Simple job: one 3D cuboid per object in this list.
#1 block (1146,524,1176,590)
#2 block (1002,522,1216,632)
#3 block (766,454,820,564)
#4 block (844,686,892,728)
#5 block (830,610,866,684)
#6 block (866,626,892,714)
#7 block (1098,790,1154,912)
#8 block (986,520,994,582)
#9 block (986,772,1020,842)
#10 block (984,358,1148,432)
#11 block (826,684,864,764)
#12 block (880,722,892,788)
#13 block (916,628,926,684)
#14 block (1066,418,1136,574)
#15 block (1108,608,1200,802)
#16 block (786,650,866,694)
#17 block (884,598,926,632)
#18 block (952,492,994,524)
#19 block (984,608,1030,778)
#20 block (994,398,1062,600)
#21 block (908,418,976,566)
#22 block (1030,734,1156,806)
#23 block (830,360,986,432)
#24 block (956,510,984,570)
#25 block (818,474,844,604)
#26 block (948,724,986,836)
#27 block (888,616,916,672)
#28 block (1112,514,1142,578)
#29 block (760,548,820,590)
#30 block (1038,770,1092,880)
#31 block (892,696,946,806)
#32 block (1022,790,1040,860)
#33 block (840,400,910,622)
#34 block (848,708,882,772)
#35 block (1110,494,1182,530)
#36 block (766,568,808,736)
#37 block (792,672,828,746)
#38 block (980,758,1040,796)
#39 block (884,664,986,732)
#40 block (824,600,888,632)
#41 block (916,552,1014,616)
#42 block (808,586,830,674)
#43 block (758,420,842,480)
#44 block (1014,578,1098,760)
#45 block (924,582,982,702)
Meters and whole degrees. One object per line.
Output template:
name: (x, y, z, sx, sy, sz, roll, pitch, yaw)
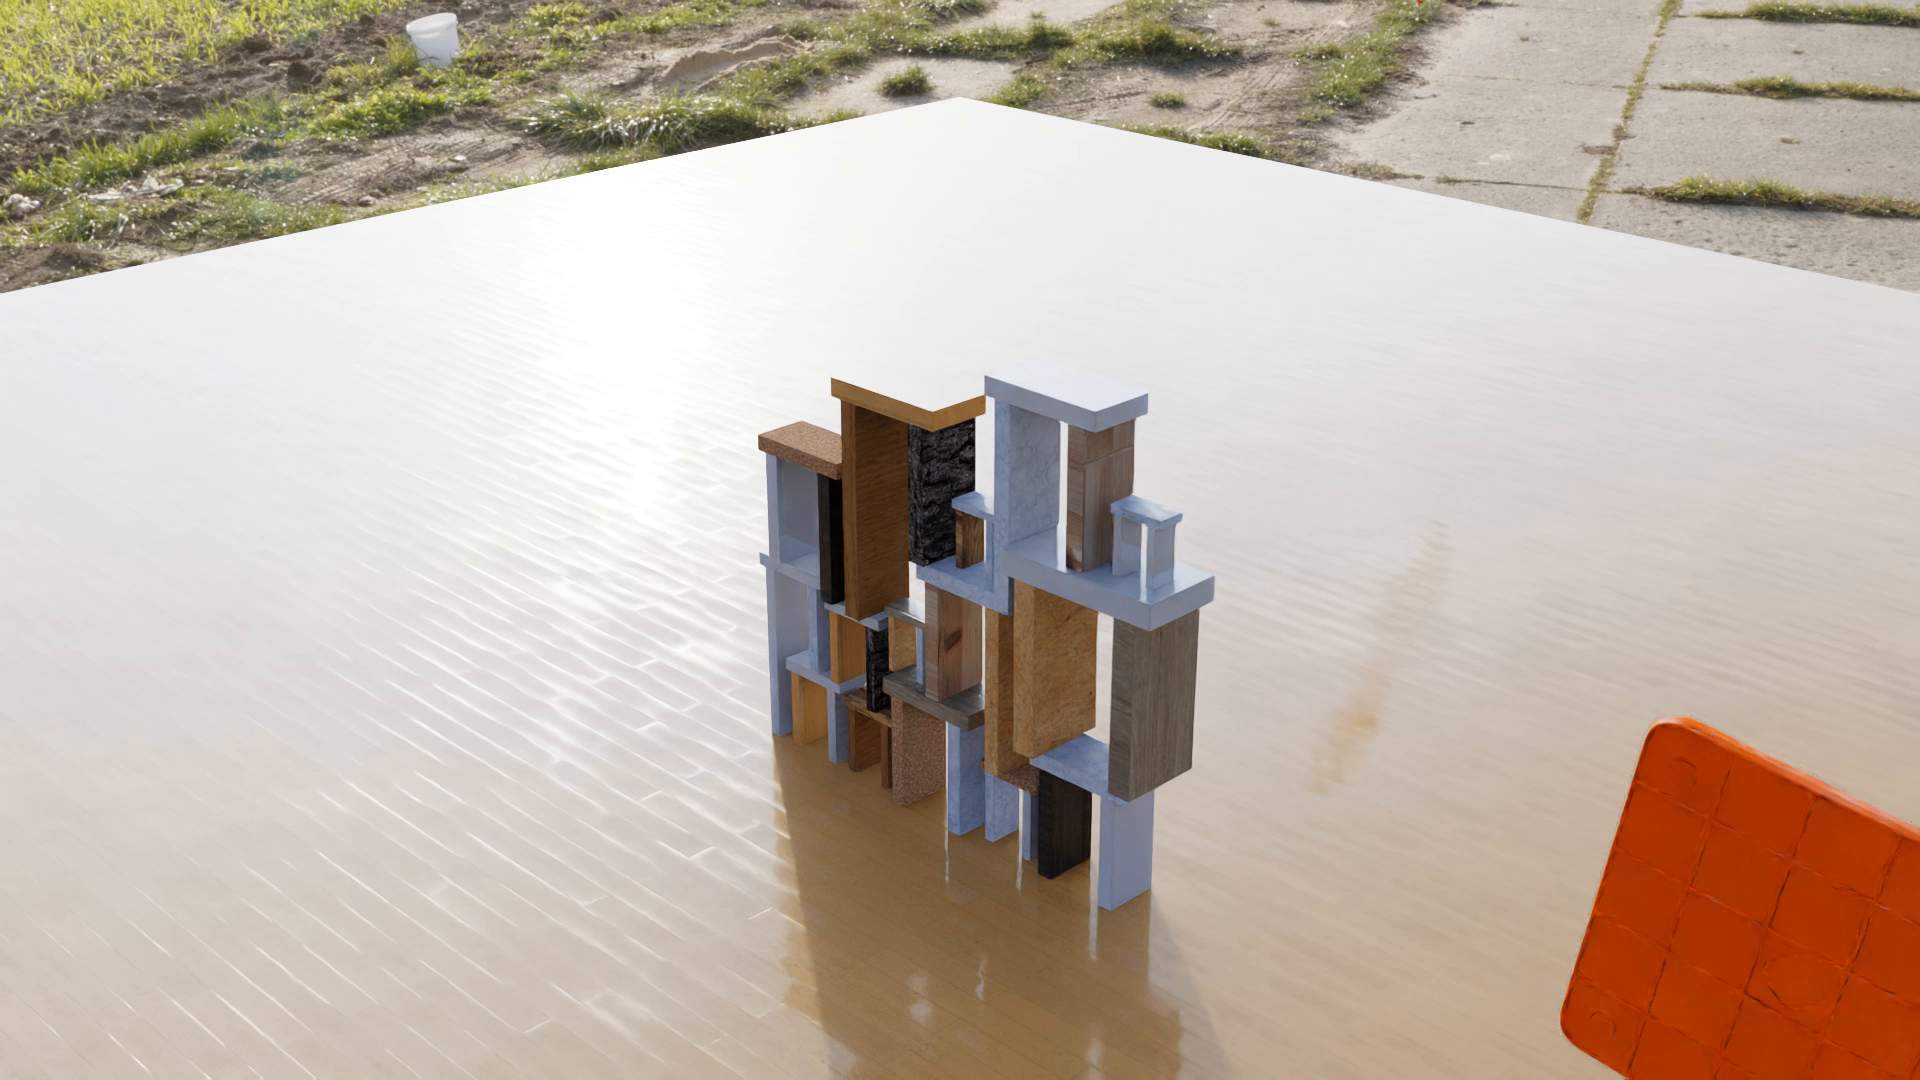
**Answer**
block: (0.350, 0.024, 3.838, 0.016, 0.116, 0.058, 21, 31, 39)
block: (0.264, 0.062, 3.963, 0.355, 0.050, 0.177, 21, 31, 40)
block: (-0.343, -0.080, 4.564, 0.034, 0.239, 0.120, 21, 31, 41)
block: (-0.164, 0.343, 4.548, 0.148, 0.021, 0.074, 21, 31, 41)
block: (-0.231, 0.210, 4.557, 0.081, 0.163, 0.023, -21, 31, -41)
block: (-0.154, 0.252, 4.492, 0.023, 0.190, 0.081, 21, 31, 41)
block: (0.312, 0.568, 4.124, 0.033, 0.232, 0.116, 21, 31, 41)
block: (0.075, 0.013, 4.149, 0.060, 0.120, 0.017, -21, 31, -40)
block: (0.084, 0.515, 4.353, 0.021, 0.151, 0.076, 21, 31, 41)
block: (0.187, -0.259, 3.908, 0.136, 0.039, 0.273, -21, 31, -39)
block: (-0.239, 0.380, 4.647, 0.024, 0.171, 0.085, 21, 31, 41)
block: (-0.129, 0.434, 4.549, 0.021, 0.148, 0.074, 21, 31, 41)
block: (-0.059, 0.222, 4.378, 0.017, 0.121, 0.060, 21, 31, 41)
block: (0.249, -0.090, 3.908, 0.039, 0.273, 0.136, 21, 31, 40)
block: (0.350, 0.279, 3.969, 0.177, 0.355, 0.050, -21, 31, -40)
block: (-0.280, 0.274, 4.646, 0.171, 0.024, 0.086, 21, 31, 41)
block: (-0.087, 0.147, 4.378, 0.121, 0.017, 0.060, 21, 31, 41)
block: (0.047, -0.061, 4.149, 0.060, 0.017, 0.120, -21, 31, -40)
block: (0.104, 0.275, 4.223, 0.124, 0.350, 0.035, -21, 31, -40)
block: (0.124, -0.089, 4.050, 0.136, 0.385, 0.039, -21, 31, -41)
block: (-0.034, -0.103, 4.214, 0.141, 0.283, 0.040, -21, 31, -40)
block: (0.256, 0.424, 4.124, 0.232, 0.033, 0.116, 21, 31, 40)
block: (-0.101, -0.278, 4.212, 0.141, 0.040, 0.283, -21, 31, -41)
block: (0.019, -0.009, 4.201, 0.060, 0.120, 0.017, -21, 31, -40)
block: (-0.230, -0.017, 4.467, 0.034, 0.279, 0.120, 21, 31, 40)
block: (0.030, 0.456, 4.377, 0.034, 0.241, 0.121, 21, 31, 41)
block: (-0.116, 0.200, 4.431, 0.060, 0.121, 0.017, -21, 31, -41)
block: (0.296, 0.002, 3.890, 0.016, 0.116, 0.058, 21, 31, 40)
block: (-0.317, 0.051, 4.597, 0.198, 0.028, 0.099, 21, 31, 41)
block: (0.203, 0.525, 4.225, 0.033, 0.232, 0.116, 21, 31, 40)
block: (-0.083, 0.412, 4.482, 0.034, 0.241, 0.121, 21, 31, 41)
block: (0.155, 0.543, 4.287, 0.021, 0.151, 0.076, 21, 31, 41)
block: (-0.167, -0.074, 4.371, 0.040, 0.459, 0.141, 21, 31, 40)
block: (-0.199, 0.407, 4.613, 0.021, 0.148, 0.074, 21, 31, 41)
block: (0.325, -0.048, 3.839, 0.058, 0.016, 0.116, -22, 31, -40)
block: (-0.364, 0.227, 4.722, 0.028, 0.393, 0.099, 21, 31, 41)
block: (-0.320, 0.348, 4.721, 0.024, 0.171, 0.086, 21, 31, 41)
block: (0.119, 0.450, 4.286, 0.076, 0.021, 0.151, -21, 31, -40)
block: (-0.026, 0.307, 4.376, 0.241, 0.034, 0.121, 21, 31, 41)
block: (-0.192, 0.140, 4.485, 0.163, 0.023, 0.081, 21, 31, 41)
block: (0.046, 0.075, 4.202, 0.124, 0.035, 0.248, -21, 31, -40)
block: (-0.271, 0.174, 4.598, 0.099, 0.198, 0.028, -21, 31, -41)
block: (-0.286, -0.184, 4.459, 0.239, 0.034, 0.120, 21, 31, 41)
block: (0.179, 0.215, 4.119, 0.050, 0.355, 0.177, 21, 31, 40)
block: (-0.012, 0.182, 4.311, 0.035, 0.247, 0.124, 21, 31, 41)
